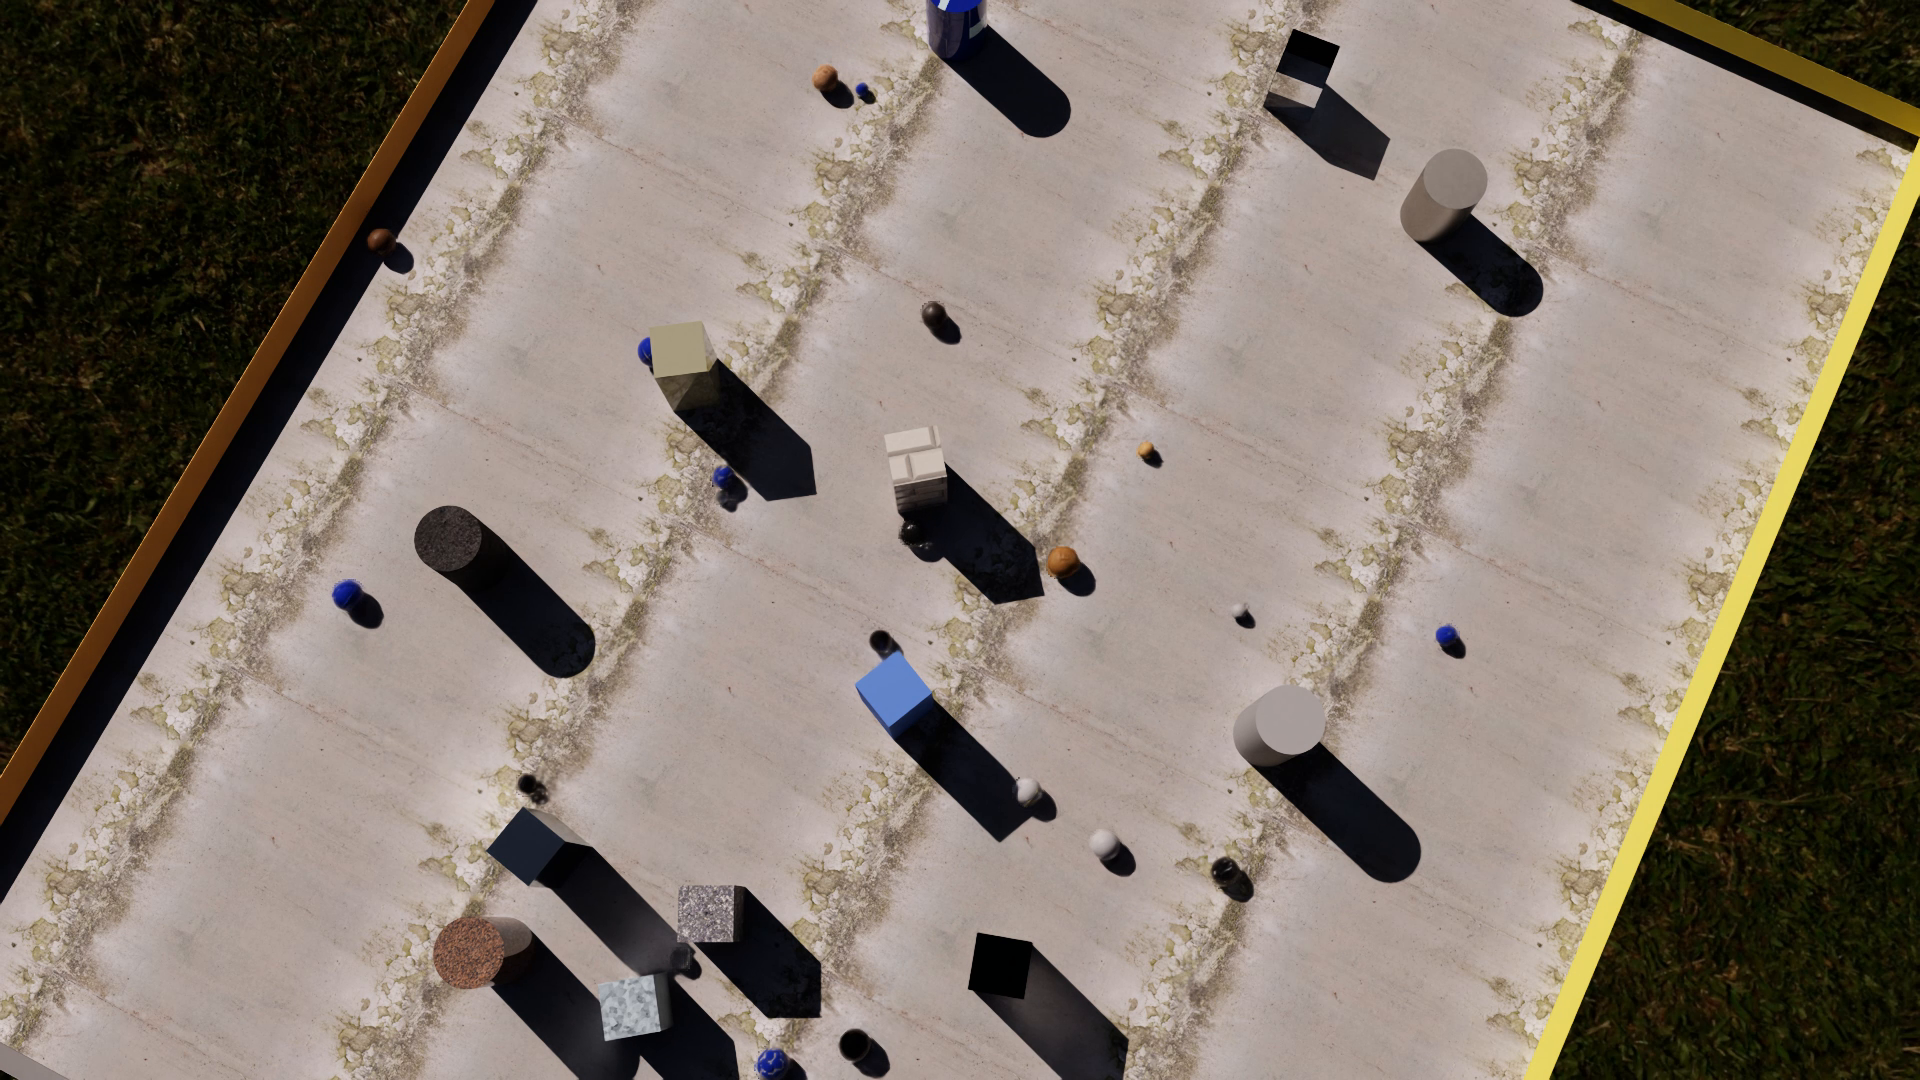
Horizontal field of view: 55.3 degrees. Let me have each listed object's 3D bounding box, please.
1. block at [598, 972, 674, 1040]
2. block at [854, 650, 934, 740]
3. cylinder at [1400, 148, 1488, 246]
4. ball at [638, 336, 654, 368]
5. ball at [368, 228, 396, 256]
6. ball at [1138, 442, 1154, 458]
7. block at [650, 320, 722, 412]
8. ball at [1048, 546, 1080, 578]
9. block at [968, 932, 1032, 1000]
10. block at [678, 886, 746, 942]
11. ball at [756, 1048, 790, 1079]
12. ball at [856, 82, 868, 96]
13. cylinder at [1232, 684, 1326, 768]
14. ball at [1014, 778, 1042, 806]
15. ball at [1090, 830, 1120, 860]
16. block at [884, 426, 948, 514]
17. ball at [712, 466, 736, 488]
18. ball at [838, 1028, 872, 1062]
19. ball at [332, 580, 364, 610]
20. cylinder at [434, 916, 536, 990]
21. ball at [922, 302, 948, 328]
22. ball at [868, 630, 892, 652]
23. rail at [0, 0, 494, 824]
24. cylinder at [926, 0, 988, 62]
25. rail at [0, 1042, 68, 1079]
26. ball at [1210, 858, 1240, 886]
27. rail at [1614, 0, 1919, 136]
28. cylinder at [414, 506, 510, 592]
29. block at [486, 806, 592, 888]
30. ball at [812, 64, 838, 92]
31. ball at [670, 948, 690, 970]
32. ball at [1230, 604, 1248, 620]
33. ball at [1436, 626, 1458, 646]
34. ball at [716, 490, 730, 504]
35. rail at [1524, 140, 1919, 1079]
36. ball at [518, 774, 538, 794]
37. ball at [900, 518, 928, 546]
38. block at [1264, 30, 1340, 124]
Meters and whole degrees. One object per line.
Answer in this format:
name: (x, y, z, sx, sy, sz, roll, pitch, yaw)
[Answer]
block: (-0.920, 1.325, 5.216, 0.156, 0.247, 0.156, -10, 78, -2)
block: (-0.187, 0.455, 5.326, 0.156, 0.384, 0.156, -38, 81, -7)
cylinder: (1.497, -1.060, 5.682, 0.194, 0.302, 0.194, 0, 78, 0)
ball: (-0.953, -0.585, 5.689, 0.096, 0.096, 0.096, 0, 78, 0)
ball: (-1.818, -0.937, 5.766, 0.088, 0.088, 0.088, 0, 78, 0)
ball: (0.574, -0.278, 5.648, 0.051, 0.051, 0.051, 0, 78, 0)
block: (-0.825, -0.521, 5.539, 0.156, 0.362, 0.156, -8, 78, -2)
ball: (0.312, 0.066, 5.553, 0.097, 0.097, 0.097, 0, 78, 0)
block: (0.111, 1.201, 5.187, 0.156, 0.354, 0.156, 9, 78, 2)
block: (-0.710, 1.071, 5.253, 0.156, 0.277, 0.156, 0, 78, 0)
ball: (-0.536, 1.505, 5.257, 0.095, 0.095, 0.095, 0, 78, 0)
ball: (-0.314, -1.449, 5.895, 0.043, 0.043, 0.043, 0, 78, 0)
cylinder: (0.915, 0.540, 5.285, 0.194, 0.431, 0.194, 0, 78, 0)
ball: (0.202, 0.745, 5.419, 0.084, 0.084, 0.084, 0, 78, 0)
ball: (0.427, 0.897, 5.386, 0.088, 0.088, 0.088, 0, 78, 0)
block: (-0.129, -0.207, 5.475, 0.156, 0.361, 0.156, -11, 79, -2)
ball: (-0.724, -0.192, 5.621, 0.069, 0.069, 0.069, 0, 78, 0)
ball: (-0.302, 1.452, 5.268, 0.094, 0.094, 0.094, 0, 78, 0)
ball: (-1.848, 0.169, 5.535, 0.091, 0.091, 0.091, 0, 78, 0)
cylinder: (-1.338, 1.163, 5.179, 0.194, 0.385, 0.194, 0, 78, 0)
ball: (-0.080, -0.700, 5.720, 0.081, 0.081, 0.081, 0, 78, 0)
ball: (-0.240, 0.304, 5.518, 0.070, 0.070, 0.070, 0, 78, 0)
rail: (-1.934, -0.940, 5.746, 0.045, 0.126, 5.170, 26, 80, 5)
cylinder: (-0.011, -1.676, 5.794, 0.194, 0.332, 0.194, 0, 78, 0)
rail: (-1.145, 2.250, 5.085, 4.371, 0.126, 0.045, 26, 80, 5)
ball: (0.777, 0.973, 5.372, 0.086, 0.086, 0.086, 0, 78, 0)
rail: (1.145, -2.237, 6.014, 4.371, 0.126, 0.045, 26, 80, 5)
cylinder: (-1.475, 0.029, 5.439, 0.194, 0.335, 0.194, 0, 78, 0)
block: (-1.197, 0.883, 5.237, 0.156, 0.385, 0.156, 38, 81, 7)
ball: (-0.431, -1.482, 5.880, 0.085, 0.085, 0.085, 0, 78, 0)
ball: (-0.816, 1.220, 5.334, 0.059, 0.059, 0.059, 0, 78, 0)
ball: (0.845, 0.216, 5.546, 0.050, 0.050, 0.050, 0, 78, 0)
ball: (1.467, 0.289, 5.524, 0.064, 0.064, 0.064, 0, 78, 0)
ball: (-0.729, -0.133, 5.622, 0.044, 0.044, 0.044, 0, 78, 0)
rail: (1.934, 0.953, 5.354, 0.045, 0.126, 5.170, 26, 80, 5)
ball: (-1.284, 0.724, 5.437, 0.059, 0.059, 0.059, 0, 78, 0)
ball: (-0.141, -0.023, 5.578, 0.085, 0.085, 0.085, 0, 78, 0)
block: (1.077, -1.464, 5.793, 0.156, 0.249, 0.156, 22, 79, 4)
